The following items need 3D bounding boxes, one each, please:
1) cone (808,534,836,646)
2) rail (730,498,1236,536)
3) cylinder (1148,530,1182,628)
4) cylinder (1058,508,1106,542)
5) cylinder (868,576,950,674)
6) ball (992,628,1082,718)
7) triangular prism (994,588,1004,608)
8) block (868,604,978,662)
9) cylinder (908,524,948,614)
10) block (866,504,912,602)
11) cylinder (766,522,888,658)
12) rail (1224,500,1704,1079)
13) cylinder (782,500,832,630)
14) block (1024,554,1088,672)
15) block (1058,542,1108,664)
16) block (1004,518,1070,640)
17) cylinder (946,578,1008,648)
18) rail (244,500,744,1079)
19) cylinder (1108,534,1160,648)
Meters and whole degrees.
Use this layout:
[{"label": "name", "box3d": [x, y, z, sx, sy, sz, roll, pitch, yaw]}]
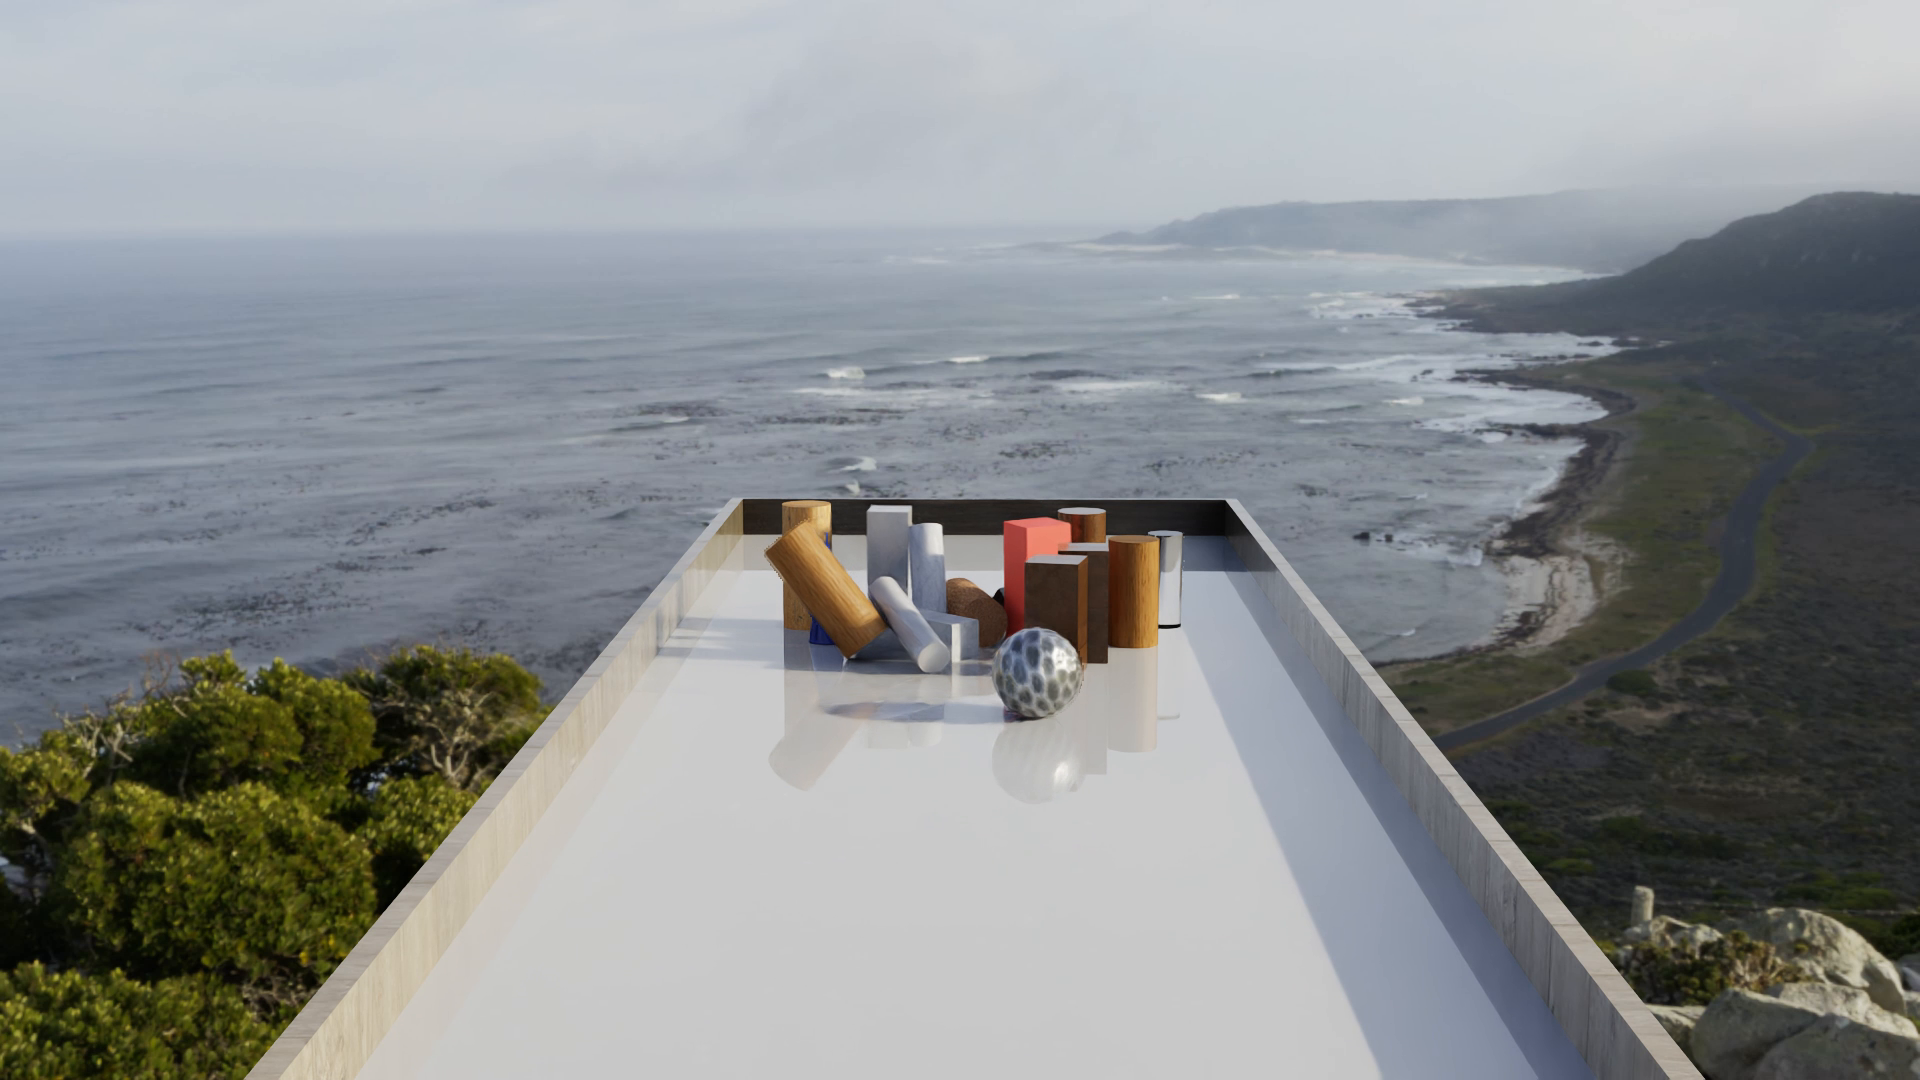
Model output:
[{"label": "cone", "box3d": [-0.419, 0.149, 6.945, 0.122, 0.352, 0.122, 0, 9, 0]}, {"label": "rail", "box3d": [0.099, -0.098, 9.147, 2.100, 0.150, 0.050, 0, 9, 1]}, {"label": "cylinder", "box3d": [0.671, 0.130, 7.208, 0.113, 0.308, 0.113, 0, 9, 0]}, {"label": "cylinder", "box3d": [0.396, 0.096, 7.175, 0.157, 0.385, 0.157, 0, 9, 0]}, {"label": "cylinder", "box3d": [-0.159, 0.254, 6.679, 0.100, 0.100, 0.443, -4, 27, -22]}, {"label": "ball", "box3d": [0.207, 0.359, 5.966, 0.244, 0.244, 0.244, 0, 9, 0]}, {"label": "triangular prism", "box3d": [0.218, 0.186, 7.462, 0.127, 0.110, 0.425, 5, 10, 25]}, {"label": "block", "box3d": [-0.137, 0.283, 6.859, 0.115, 0.115, 0.438, -9, 13, -44]}, {"label": "cylinder", "box3d": [-0.101, 0.130, 7.019, 0.110, 0.352, 0.110, -4, -14, -1]}, {"label": "block", "box3d": [-0.230, 0.091, 7.171, 0.133, 0.392, 0.133, 1, 10, 4]}, {"label": "cylinder", "box3d": [-0.405, 0.153, 6.704, 0.163, 0.408, 0.163, -38, -1, -1]}, {"label": "rail", "box3d": [1.046, 0.843, 3.208, 0.050, 0.150, 12.000, 0, 9, 1]}, {"label": "cylinder", "box3d": [-0.501, 0.082, 7.200, 0.159, 0.404, 0.159, 0, 9, 0]}, {"label": "block", "box3d": [0.284, 0.224, 6.507, 0.159, 0.340, 0.159, 2, 9, 13]}, {"label": "block", "box3d": [0.373, 0.191, 6.700, 0.153, 0.345, 0.153, 0, 9, 2]}, {"label": "block", "box3d": [0.244, 0.136, 6.915, 0.155, 0.385, 0.155, -6, 11, -26]}, {"label": "cylinder", "box3d": [0.033, 0.230, 7.057, 0.157, 0.157, 0.377, -2, 9, -12]}, {"label": "rail", "box3d": [-1.004, 0.839, 3.234, 0.050, 0.150, 12.000, 0, 9, 1]}, {"label": "cylinder", "box3d": [0.545, 0.162, 6.921, 0.160, 0.334, 0.160, 0, 9, 0]}]
